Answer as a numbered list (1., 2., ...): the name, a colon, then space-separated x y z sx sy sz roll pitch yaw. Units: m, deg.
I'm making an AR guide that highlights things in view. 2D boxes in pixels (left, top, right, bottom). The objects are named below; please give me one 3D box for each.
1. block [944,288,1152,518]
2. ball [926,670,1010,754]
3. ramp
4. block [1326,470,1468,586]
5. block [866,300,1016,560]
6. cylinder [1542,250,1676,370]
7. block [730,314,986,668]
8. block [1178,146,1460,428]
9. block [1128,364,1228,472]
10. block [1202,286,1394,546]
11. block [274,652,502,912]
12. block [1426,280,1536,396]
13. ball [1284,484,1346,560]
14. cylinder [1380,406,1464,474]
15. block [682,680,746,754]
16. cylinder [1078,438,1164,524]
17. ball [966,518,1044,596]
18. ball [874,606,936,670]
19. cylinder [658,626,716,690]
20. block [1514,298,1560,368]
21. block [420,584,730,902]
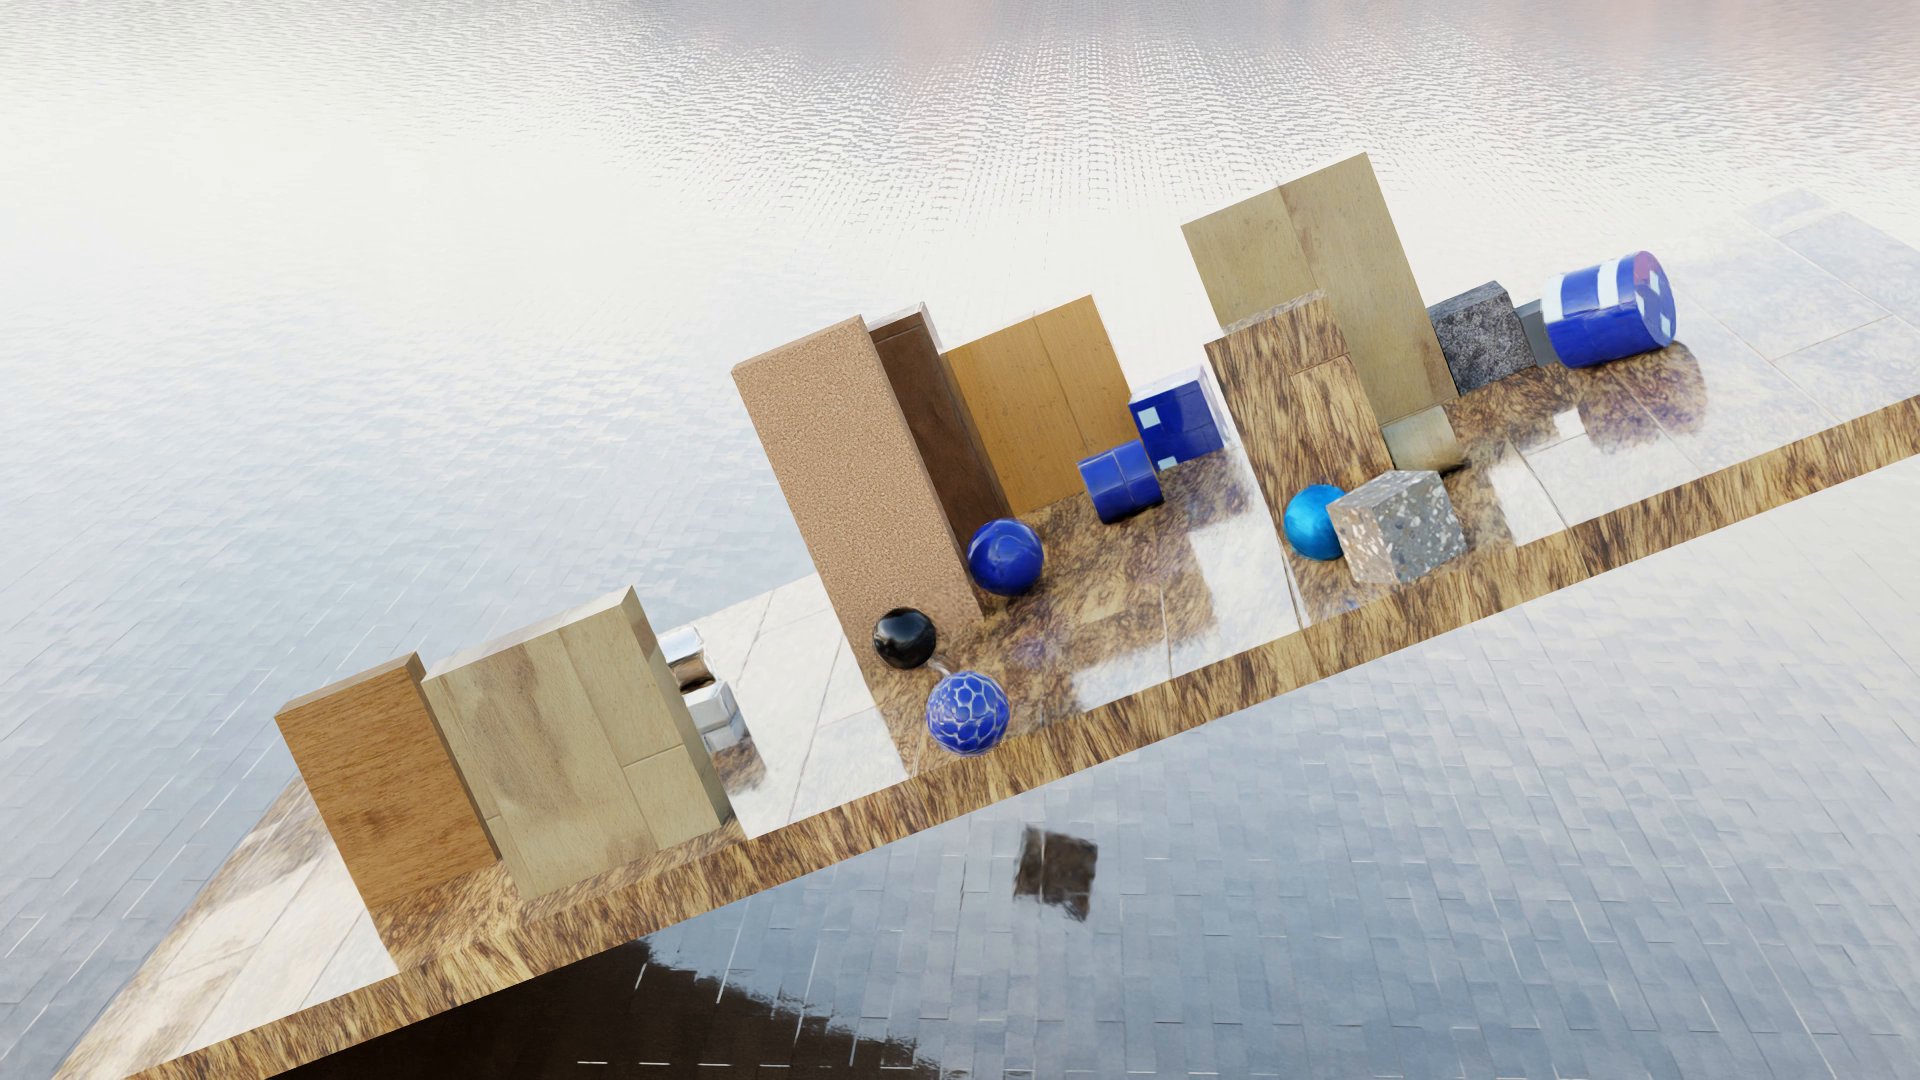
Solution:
1. block: 0.194 -0.315 6.987 0.424 0.432 0.087 -21 12 8
2. ball: 0.014 0.311 5.300 0.151 0.151 0.151 0 14 0
3. ramp: 0.126 0.172 6.289 4.000 0.100 2.000 -21 12 8
4. block: 0.789 -0.024 5.320 0.154 0.154 0.154 -28 13 -21
5. block: -0.151 -0.184 6.662 0.392 0.597 0.141 -21 12 8
6. cylinder: 1.352 -0.478 6.124 0.204 0.204 0.204 -14 4 35
7. block: -0.210 -0.100 6.188 0.287 0.689 0.088 -21 12 8
8. block: 0.779 -0.503 6.384 0.424 0.576 0.102 -21 12 8
9. block: 0.514 -0.288 6.908 0.173 0.173 0.173 -20 12 13
10. block: 0.676 -0.243 5.796 0.258 0.435 0.106 -21 12 8
11. block: -1.150 0.489 5.957 0.292 0.445 0.102 -21 12 8
12. block: 1.135 -0.445 6.447 0.174 0.174 0.174 -22 12 6
13. ball: 0.686 -0.034 5.574 0.144 0.144 0.144 0 14 0
14. cylinder: 0.915 -0.184 5.834 0.129 0.129 0.129 -22 13 6
15. block: -0.523 0.374 6.105 0.110 0.110 0.110 -20 12 12
16. cylinder: 0.358 -0.131 6.574 0.149 0.149 0.149 -23 15 2
17. ball: 0.096 0.037 6.289 0.166 0.166 0.166 0 14 0
18. ball: -0.114 0.203 6.048 0.130 0.130 0.130 0 14 0
19. cylinder: -0.640 0.276 6.700 0.127 0.127 0.127 -22 14 4
20. block: 1.280 -0.458 6.375 0.117 0.117 0.117 -22 12 6
21. block: -0.723 0.386 5.569 0.411 0.468 0.140 -21 12 8
